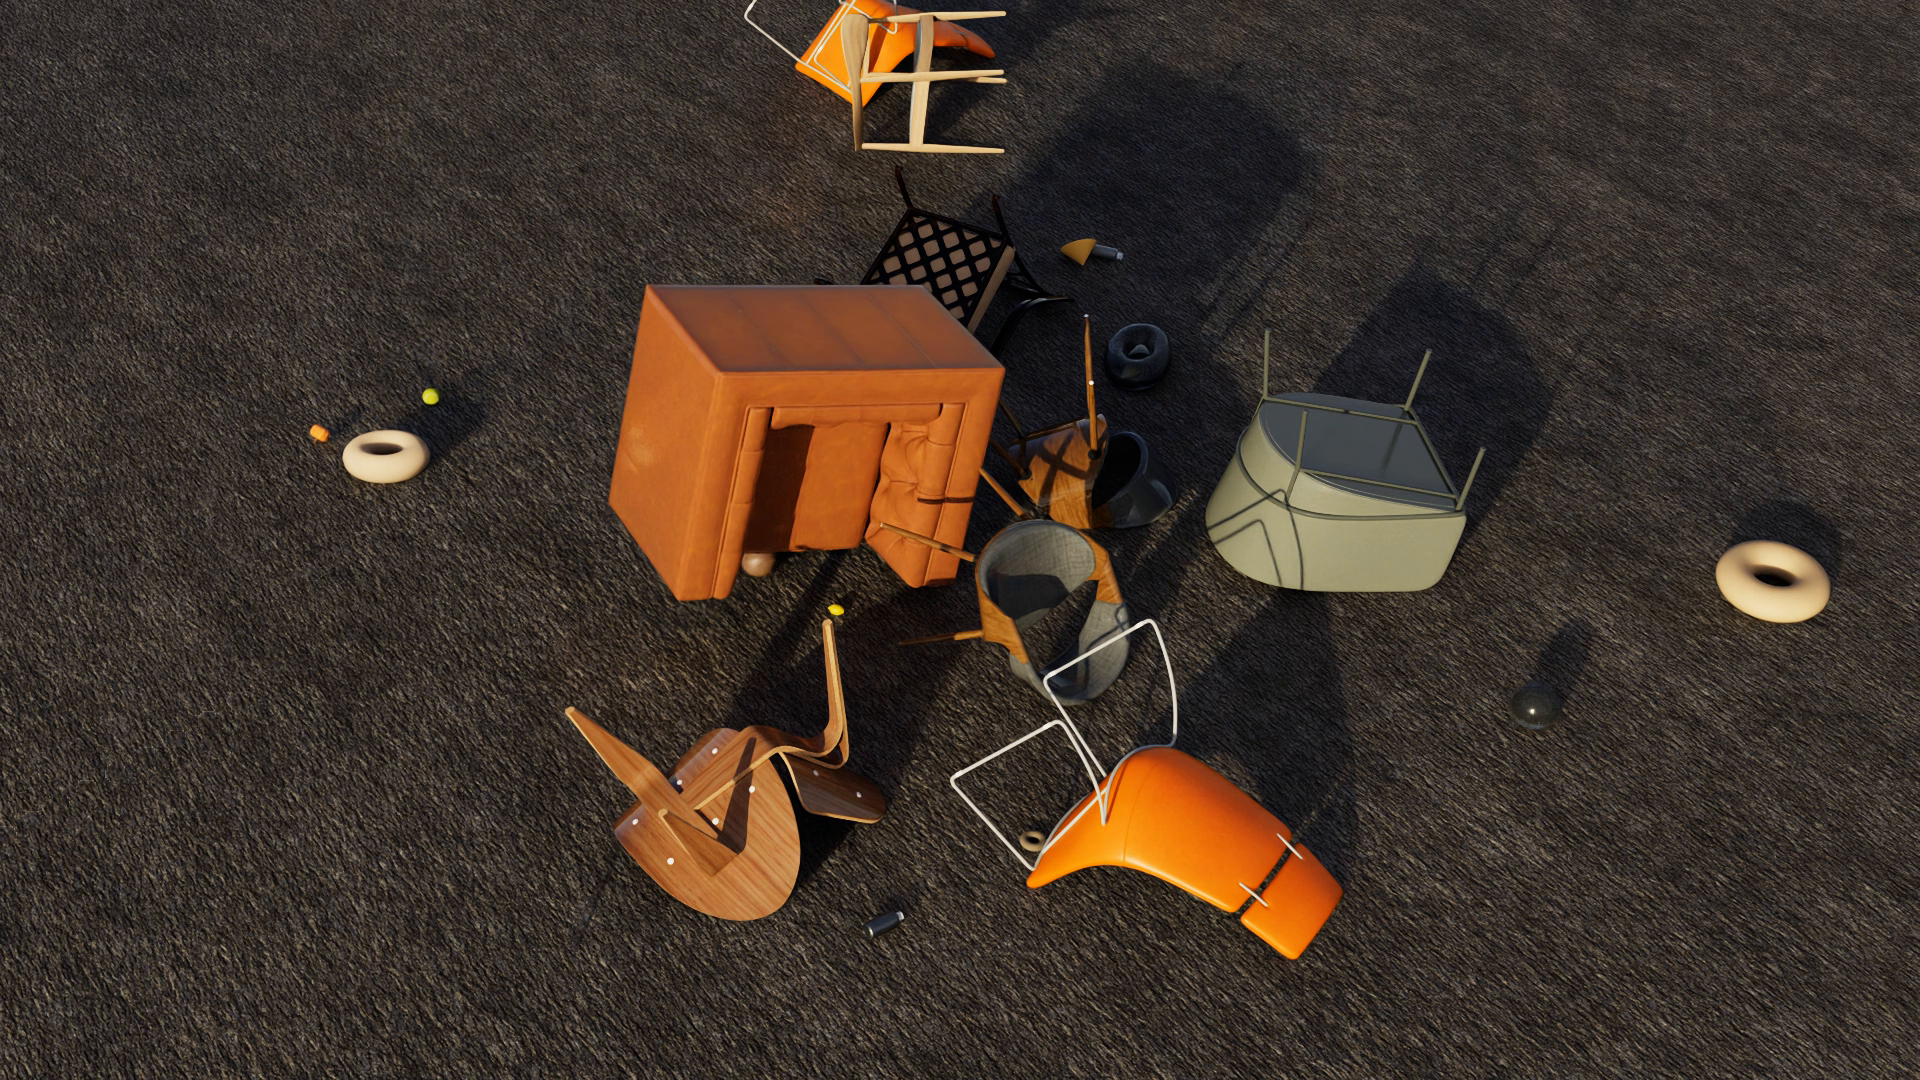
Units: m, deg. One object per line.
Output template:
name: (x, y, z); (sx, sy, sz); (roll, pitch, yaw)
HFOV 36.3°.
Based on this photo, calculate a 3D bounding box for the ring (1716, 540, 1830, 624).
ring: (2.943, 0.148, 10.615); (0.403, 0.119, 0.465); (0, 33, -1)

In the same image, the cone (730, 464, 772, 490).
cone: (-0.793, -0.221, 11.239); (0.156, 0.090, 0.105); (16, 53, -6)

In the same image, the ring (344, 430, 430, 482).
ring: (-2.217, -0.324, 11.335); (0.333, 0.114, 0.288); (1, 32, 0)

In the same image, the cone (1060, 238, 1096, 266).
cone: (0.525, -1.237, 12.762); (0.161, 0.183, 0.092); (-10, 80, -15)

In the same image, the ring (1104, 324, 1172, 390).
ring: (0.728, -0.750, 11.979); (0.279, 0.116, 0.448); (4, 34, 9)

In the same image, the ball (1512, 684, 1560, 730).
ball: (1.950, 0.566, 9.941); (0.160, 0.160, 0.160); (0, 33, 0)

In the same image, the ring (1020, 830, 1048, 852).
ring: (0.238, 0.970, 9.451); (0.091, 0.025, 0.102); (-10, 34, -16)
